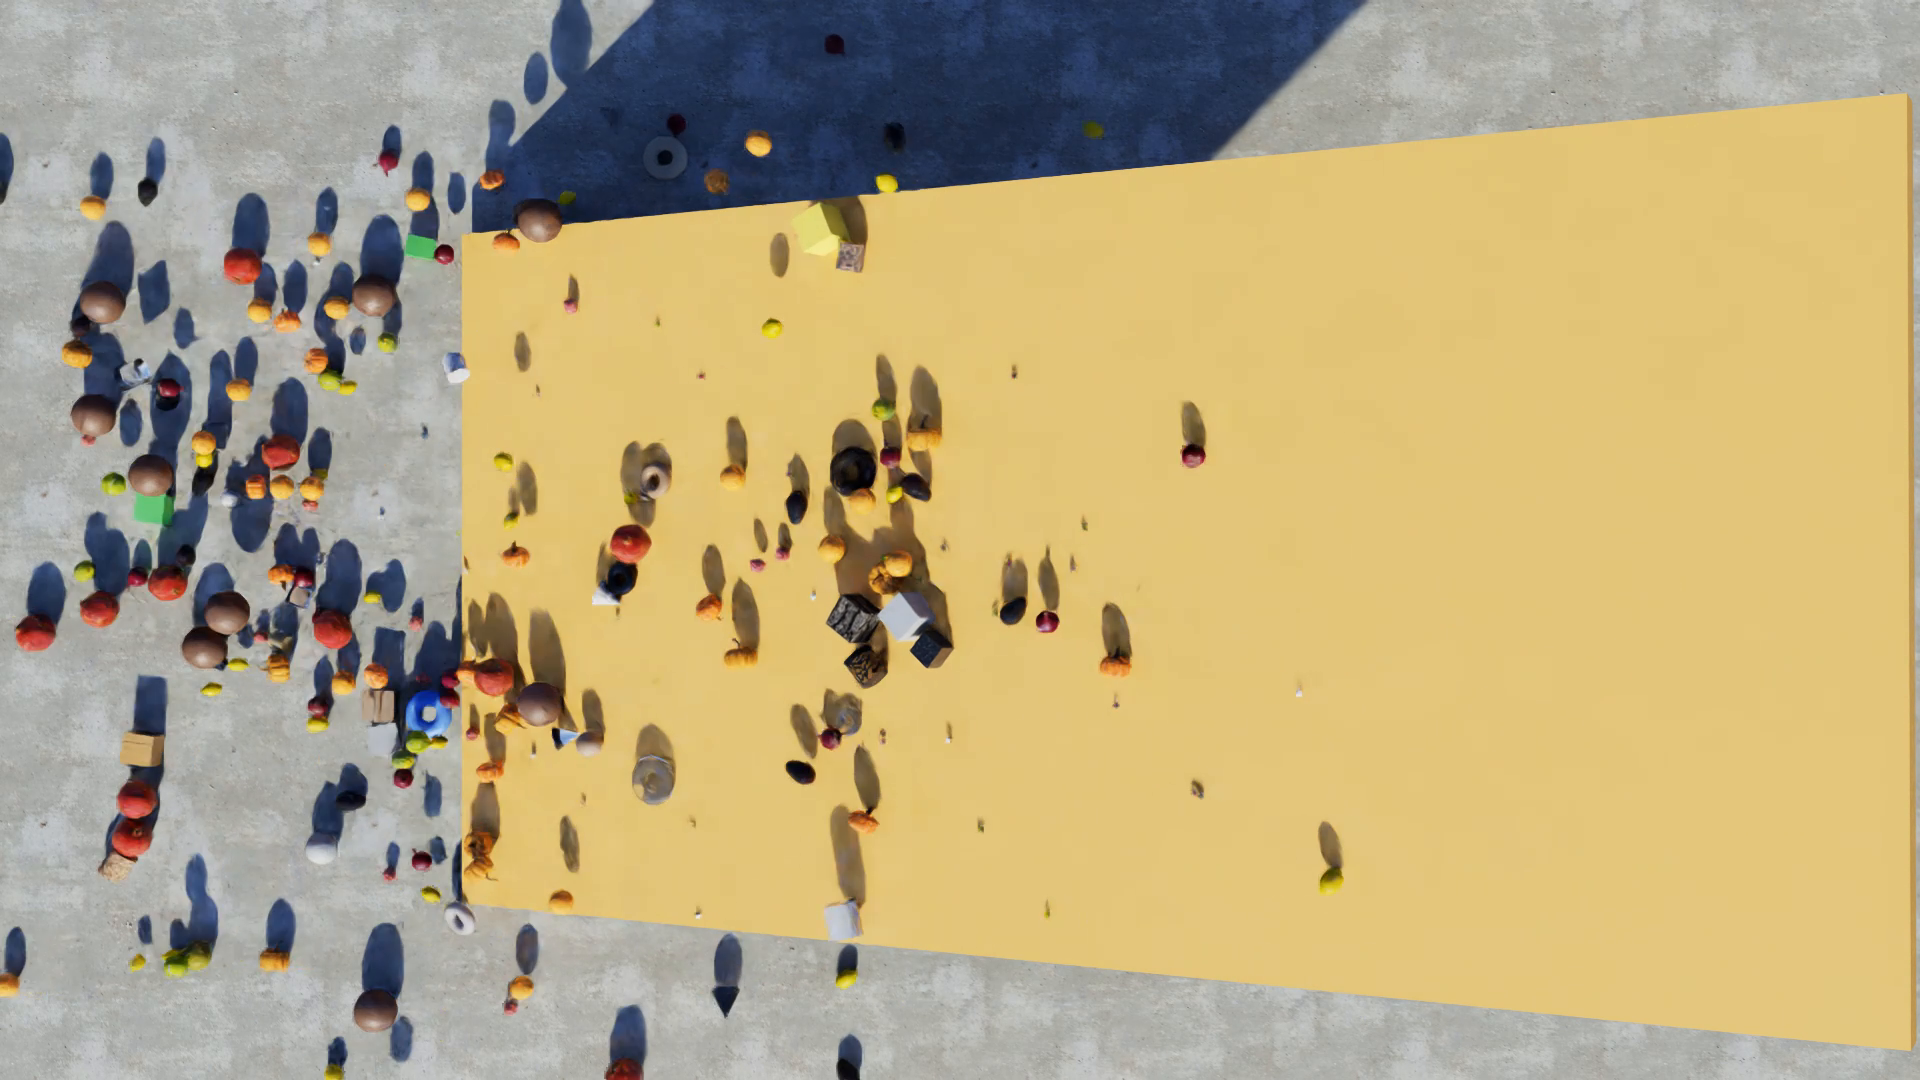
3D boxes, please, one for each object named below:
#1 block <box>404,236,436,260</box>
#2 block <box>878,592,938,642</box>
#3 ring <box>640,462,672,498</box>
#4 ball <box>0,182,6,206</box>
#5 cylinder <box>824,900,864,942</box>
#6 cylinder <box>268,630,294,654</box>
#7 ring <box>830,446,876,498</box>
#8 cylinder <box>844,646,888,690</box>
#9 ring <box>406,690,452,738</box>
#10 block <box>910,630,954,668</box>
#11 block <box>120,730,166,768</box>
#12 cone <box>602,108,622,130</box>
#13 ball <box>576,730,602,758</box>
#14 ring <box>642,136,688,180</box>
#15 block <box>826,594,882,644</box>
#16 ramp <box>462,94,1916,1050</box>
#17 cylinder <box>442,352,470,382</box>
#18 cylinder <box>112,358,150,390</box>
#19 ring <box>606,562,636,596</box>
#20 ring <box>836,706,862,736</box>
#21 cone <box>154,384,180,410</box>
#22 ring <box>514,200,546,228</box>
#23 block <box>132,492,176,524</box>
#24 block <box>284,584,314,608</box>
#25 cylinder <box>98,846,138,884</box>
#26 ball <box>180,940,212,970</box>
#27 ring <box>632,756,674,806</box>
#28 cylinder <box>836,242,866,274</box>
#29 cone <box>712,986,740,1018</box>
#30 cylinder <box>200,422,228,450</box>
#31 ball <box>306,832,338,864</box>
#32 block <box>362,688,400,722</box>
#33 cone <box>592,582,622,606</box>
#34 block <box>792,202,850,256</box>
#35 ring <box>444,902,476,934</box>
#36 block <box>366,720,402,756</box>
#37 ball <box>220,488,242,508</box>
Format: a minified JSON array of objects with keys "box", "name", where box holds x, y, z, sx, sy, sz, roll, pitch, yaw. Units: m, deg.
[{"box":[-1.628,-0.882,6.632,0.061,0.061,0.061,9,89,36],"name":"block"},{"box":[-0.137,0.200,5.751,0.092,0.092,0.092,-46,69,21],"name":"block"},{"box":[-0.858,-0.170,6.200,0.106,0.035,0.106,0,89,29],"name":"ring"},{"box":[-2.929,-1.046,6.627,0.099,0.099,0.099,0,89,0],"name":"ball"},{"box":[-0.308,1.004,5.804,0.090,0.090,0.090,-12,89,0],"name":"cylinder"},{"box":[-2.048,0.308,6.627,0.055,0.055,0.055,19,89,22],"name":"cylinder"},{"box":[-0.287,-0.181,5.867,0.139,0.046,0.139,0,90,29],"name":"ring"},{"box":[-0.248,0.336,5.817,0.083,0.083,0.083,-37,71,0],"name":"cylinder"},{"box":[-1.592,0.521,6.591,0.145,0.048,0.145,0,86,7],"name":"ring"},{"box":[-0.073,0.285,5.726,0.069,0.069,0.069,44,110,23],"name":"block"},{"box":[-2.459,0.627,6.614,0.092,0.092,0.092,8,89,0],"name":"block"},{"box":[-1.043,-1.262,6.611,0.067,0.067,0.067,-5,104,0],"name":"cone"},{"box":[-1.059,0.584,6.283,0.078,0.078,0.078,0,89,0],"name":"ball"},{"box":[-0.892,-1.157,6.656,0.136,0.045,0.136,0,89,1],"name":"ring"},{"box":[-0.279,0.208,5.832,0.092,0.092,0.092,38,107,25],"name":"block"},{"box":[0.271,0.075,5.629,4.000,0.100,2.000,0,89,30],"name":"ramp"},{"box":[-1.433,-0.491,6.252,0.063,0.063,0.063,-24,64,0],"name":"cylinder"},{"box":[-2.458,-0.491,6.529,0.076,0.076,0.076,-19,89,12],"name":"cylinder"},{"box":[-0.964,0.109,6.259,0.098,0.033,0.098,0,91,29],"name":"ring"},{"box":[-0.297,0.485,5.877,0.078,0.026,0.078,-3,85,32],"name":"ring"},{"box":[-2.405,-0.434,6.630,0.081,0.081,0.081,0,89,-1],"name":"cone"},{"box":[-1.305,-0.983,6.660,0.098,0.033,0.098,0,91,1],"name":"ring"},{"box":[-2.428,-0.095,6.624,0.087,0.087,0.087,7,89,0],"name":"block"},{"box":[-1.992,0.170,6.637,0.056,0.056,0.056,24,89,0],"name":"block"},{"box":[-2.533,0.976,6.615,0.082,0.082,0.082,37,93,0],"name":"cylinder"},{"box":[-2.293,1.248,6.608,0.091,0.091,0.091,0,89,0],"name":"ball"},{"box":[-0.864,0.677,6.187,0.143,0.048,0.143,2,94,31],"name":"ring"},{"box":[-0.291,-0.753,5.855,0.073,0.073,0.073,4,104,0],"name":"cylinder"},{"box":[-0.703,1.394,6.594,0.088,0.088,0.088,-3,63,0],"name":"cone"},{"box":[-2.249,-0.312,6.630,0.077,0.077,0.077,3,90,0],"name":"cylinder"},{"box":[-1.917,0.926,6.609,0.096,0.096,0.096,0,89,0],"name":"ball"},{"box":[-1.741,0.497,6.608,0.091,0.091,0.091,2,89,-5],"name":"block"},{"box":[-0.999,0.168,6.272,0.078,0.078,0.078,27,89,4],"name":"cone"},{"box":[-0.372,-0.832,5.892,0.097,0.097,0.097,-27,76,27],"name":"block"},{"box":[-1.496,1.132,6.578,0.112,0.037,0.112,17,125,26],"name":"ring"},{"box":[-1.729,0.597,6.610,0.086,0.086,0.086,-11,89,-12],"name":"block"},{"box":[-2.200,-0.126,6.638,0.059,0.059,0.059,0,89,0],"name":"ball"}]
